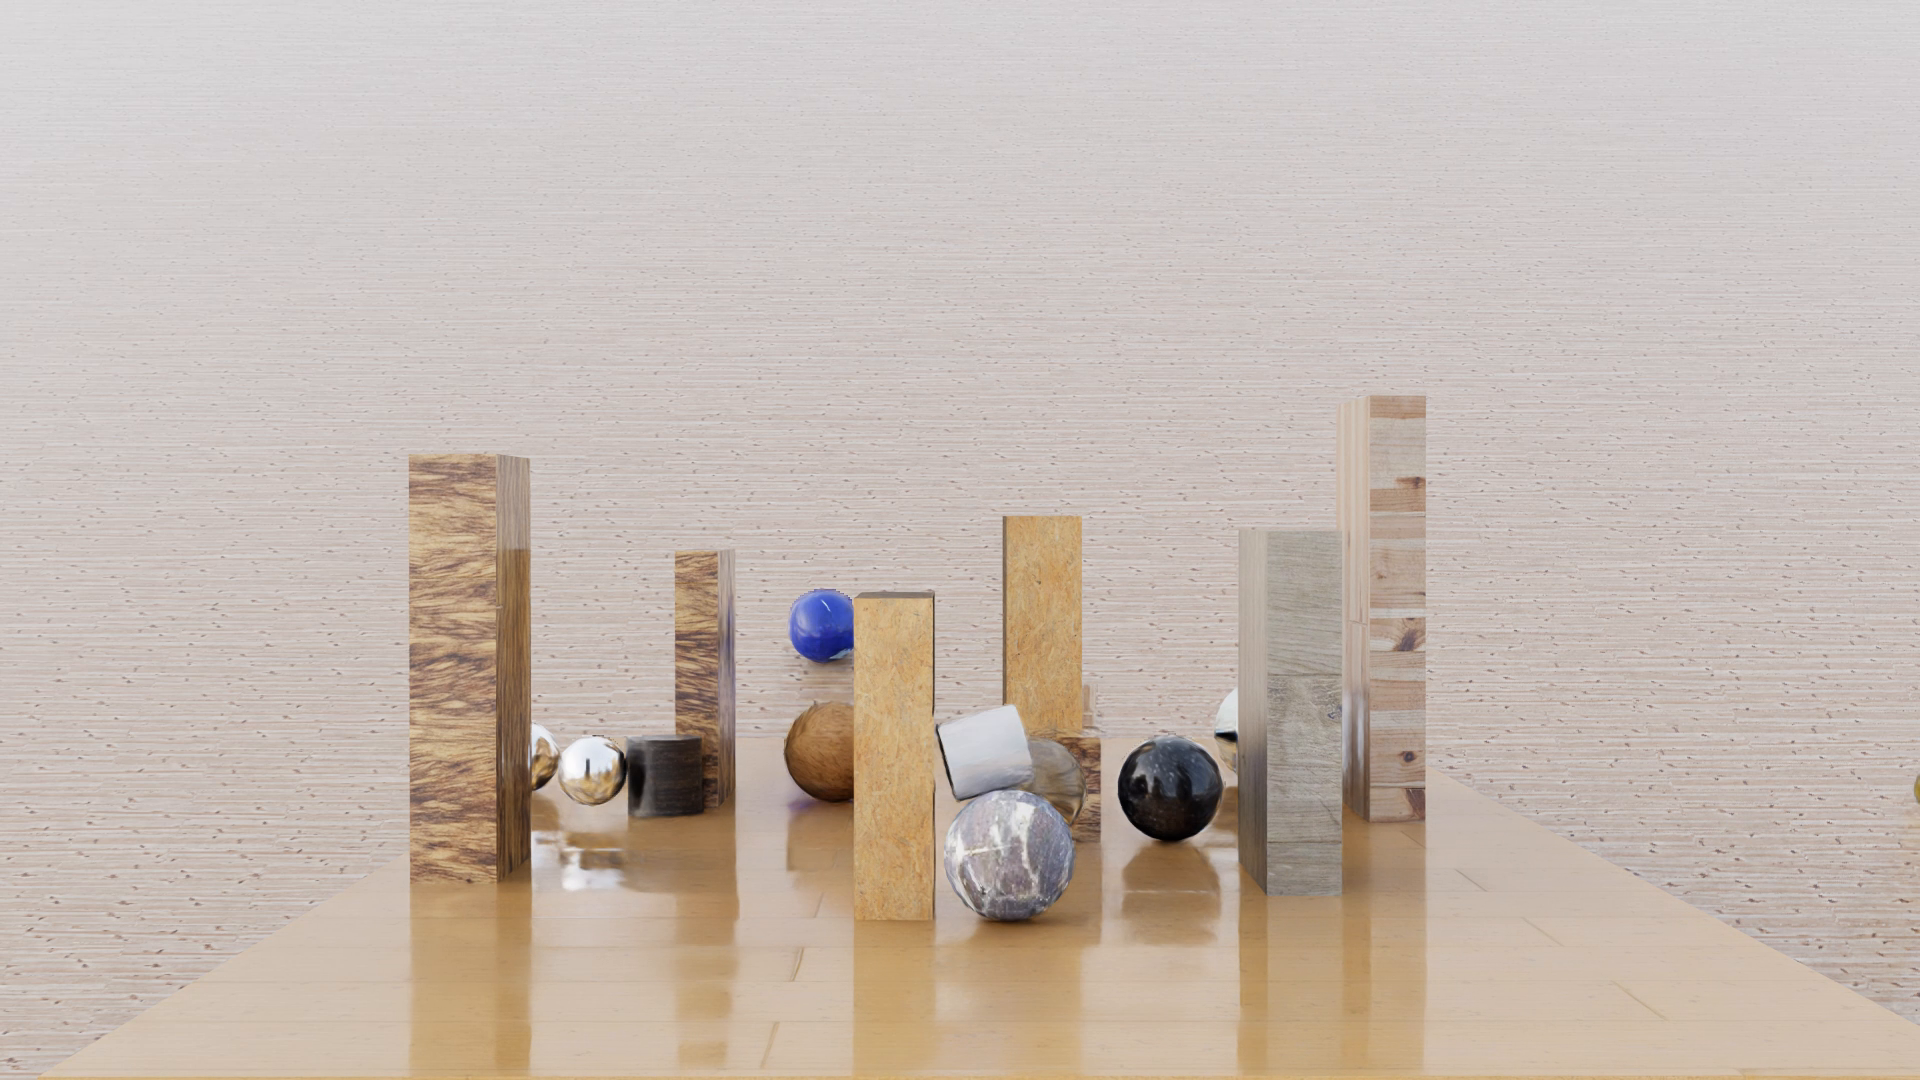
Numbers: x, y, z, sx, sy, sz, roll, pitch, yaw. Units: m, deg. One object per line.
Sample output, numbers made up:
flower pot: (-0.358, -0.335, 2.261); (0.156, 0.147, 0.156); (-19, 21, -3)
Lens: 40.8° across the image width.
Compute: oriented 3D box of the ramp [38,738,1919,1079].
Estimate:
ramp: (0.064, 0.575, 4.618); (2.000, 0.100, 4.000); (0, 1, 0)

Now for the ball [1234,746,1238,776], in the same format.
ball: (0.624, 0.432, 5.041); (0.177, 0.177, 0.177); (0, 28, 0)

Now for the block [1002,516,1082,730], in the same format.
block: (0.152, 0.238, 4.899); (0.136, 0.567, 0.441); (0, 1, 0)

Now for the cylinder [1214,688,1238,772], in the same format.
cylinder: (0.686, 0.412, 5.496); (0.209, 0.209, 0.209); (-15, 7, -26)

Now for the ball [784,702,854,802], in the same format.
ball: (-0.248, 0.420, 5.135); (0.200, 0.200, 0.200); (0, 28, 0)

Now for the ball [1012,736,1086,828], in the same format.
ball: (0.125, 0.424, 4.406); (0.178, 0.178, 0.178); (0, 28, 0)

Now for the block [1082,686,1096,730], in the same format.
block: (0.298, 0.444, 6.758); (0.107, 0.107, 0.107); (0, -15, -1)

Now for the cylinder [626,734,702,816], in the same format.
cylinder: (-0.565, 0.449, 4.944); (0.144, 0.144, 0.144); (-1, 0, 0)

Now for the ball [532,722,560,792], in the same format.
ball: (-0.896, 0.445, 5.309); (0.147, 0.147, 0.147); (0, 28, 0)

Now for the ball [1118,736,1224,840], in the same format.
ball: (0.368, 0.434, 4.519); (0.184, 0.184, 0.184); (0, 28, 0)

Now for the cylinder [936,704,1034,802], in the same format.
cylinder: (0.035, 0.302, 3.660); (0.114, 0.114, 0.114); (-15, 30, -4)

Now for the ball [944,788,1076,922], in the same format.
ball: (0.069, 0.442, 3.622); (0.185, 0.185, 0.185); (0, 28, 0)

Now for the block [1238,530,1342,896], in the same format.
block: (0.514, 0.257, 4.053); (0.112, 0.545, 0.396); (0, 1, 0)

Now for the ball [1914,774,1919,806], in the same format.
ball: (2.452, 0.623, 6.434); (0.146, 0.146, 0.146); (0, 28, 0)

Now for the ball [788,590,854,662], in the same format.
ball: (-0.373, 0.238, 7.090); (0.199, 0.199, 0.199); (0, 28, 0)

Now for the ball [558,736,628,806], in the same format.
ball: (-0.693, 0.436, 4.875); (0.131, 0.131, 0.131); (0, 28, 0)

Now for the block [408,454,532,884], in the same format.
block: (-0.783, 0.198, 4.150); (0.134, 0.664, 0.326); (0, 1, 0)

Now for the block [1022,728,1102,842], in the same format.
block: (0.159, 0.434, 4.584); (0.182, 0.182, 0.182); (0, 1, 3)

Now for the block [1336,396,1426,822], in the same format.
block: (0.808, 0.126, 4.984); (0.103, 0.790, 0.423); (0, 1, 0)

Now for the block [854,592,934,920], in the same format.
block: (-0.094, 0.307, 3.786); (0.111, 0.452, 0.314); (0, 1, 0)

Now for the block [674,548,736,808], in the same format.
block: (-0.512, 0.270, 5.212); (0.083, 0.500, 0.398); (0, 1, 0)
